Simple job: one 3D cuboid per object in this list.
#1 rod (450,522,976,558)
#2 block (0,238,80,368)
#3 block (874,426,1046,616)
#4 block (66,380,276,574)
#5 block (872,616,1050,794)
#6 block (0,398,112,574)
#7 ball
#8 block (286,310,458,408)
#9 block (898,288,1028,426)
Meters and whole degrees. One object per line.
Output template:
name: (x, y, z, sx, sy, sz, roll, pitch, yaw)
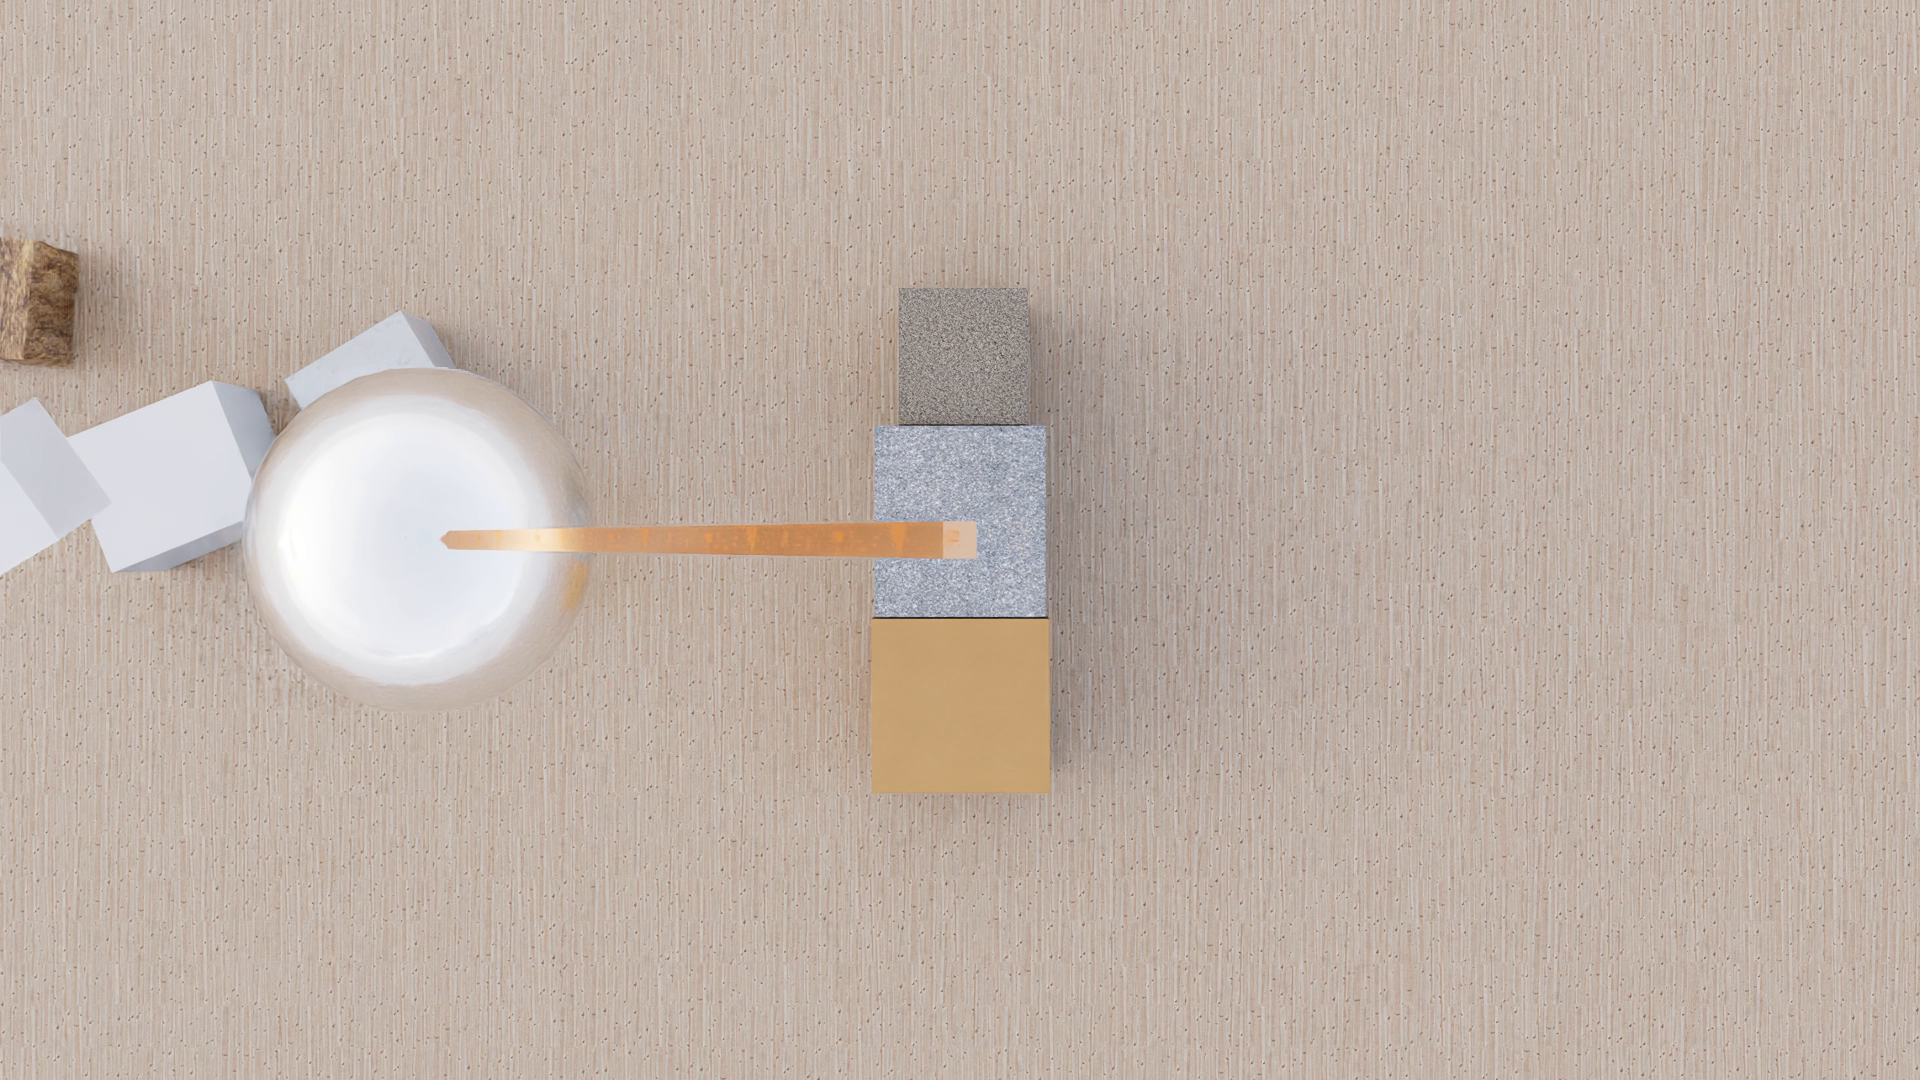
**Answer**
rod: (-1.076, 0.000, 7.076, 0.080, 5.200, 0.080, 0, 90, -24)
block: (-5.541, -1.378, 12.685, 0.616, 0.620, 0.676, 5, 90, 1)
block: (0.001, -0.103, 12.550, 0.940, 0.901, 1.052, 0, 90, 0)
block: (-4.434, -0.352, 12.605, 0.912, 0.790, 0.788, -22, 90, 0)
block: (0.004, 0.913, 12.546, 0.981, 0.909, 0.959, 0, 90, 0)
block: (-4.953, -0.235, 11.378, 0.620, 0.577, 0.666, -28, 105, 15)
ball: (-2.484, 0.000, 10.171, 1.600, 1.600, 1.600, 0, 90, 0)
block: (-3.282, -0.789, 12.668, 0.759, 0.664, 0.711, -31, 90, 0)
block: (0.018, -1.015, 12.574, 0.714, 0.853, 0.754, 0, 90, 0)
